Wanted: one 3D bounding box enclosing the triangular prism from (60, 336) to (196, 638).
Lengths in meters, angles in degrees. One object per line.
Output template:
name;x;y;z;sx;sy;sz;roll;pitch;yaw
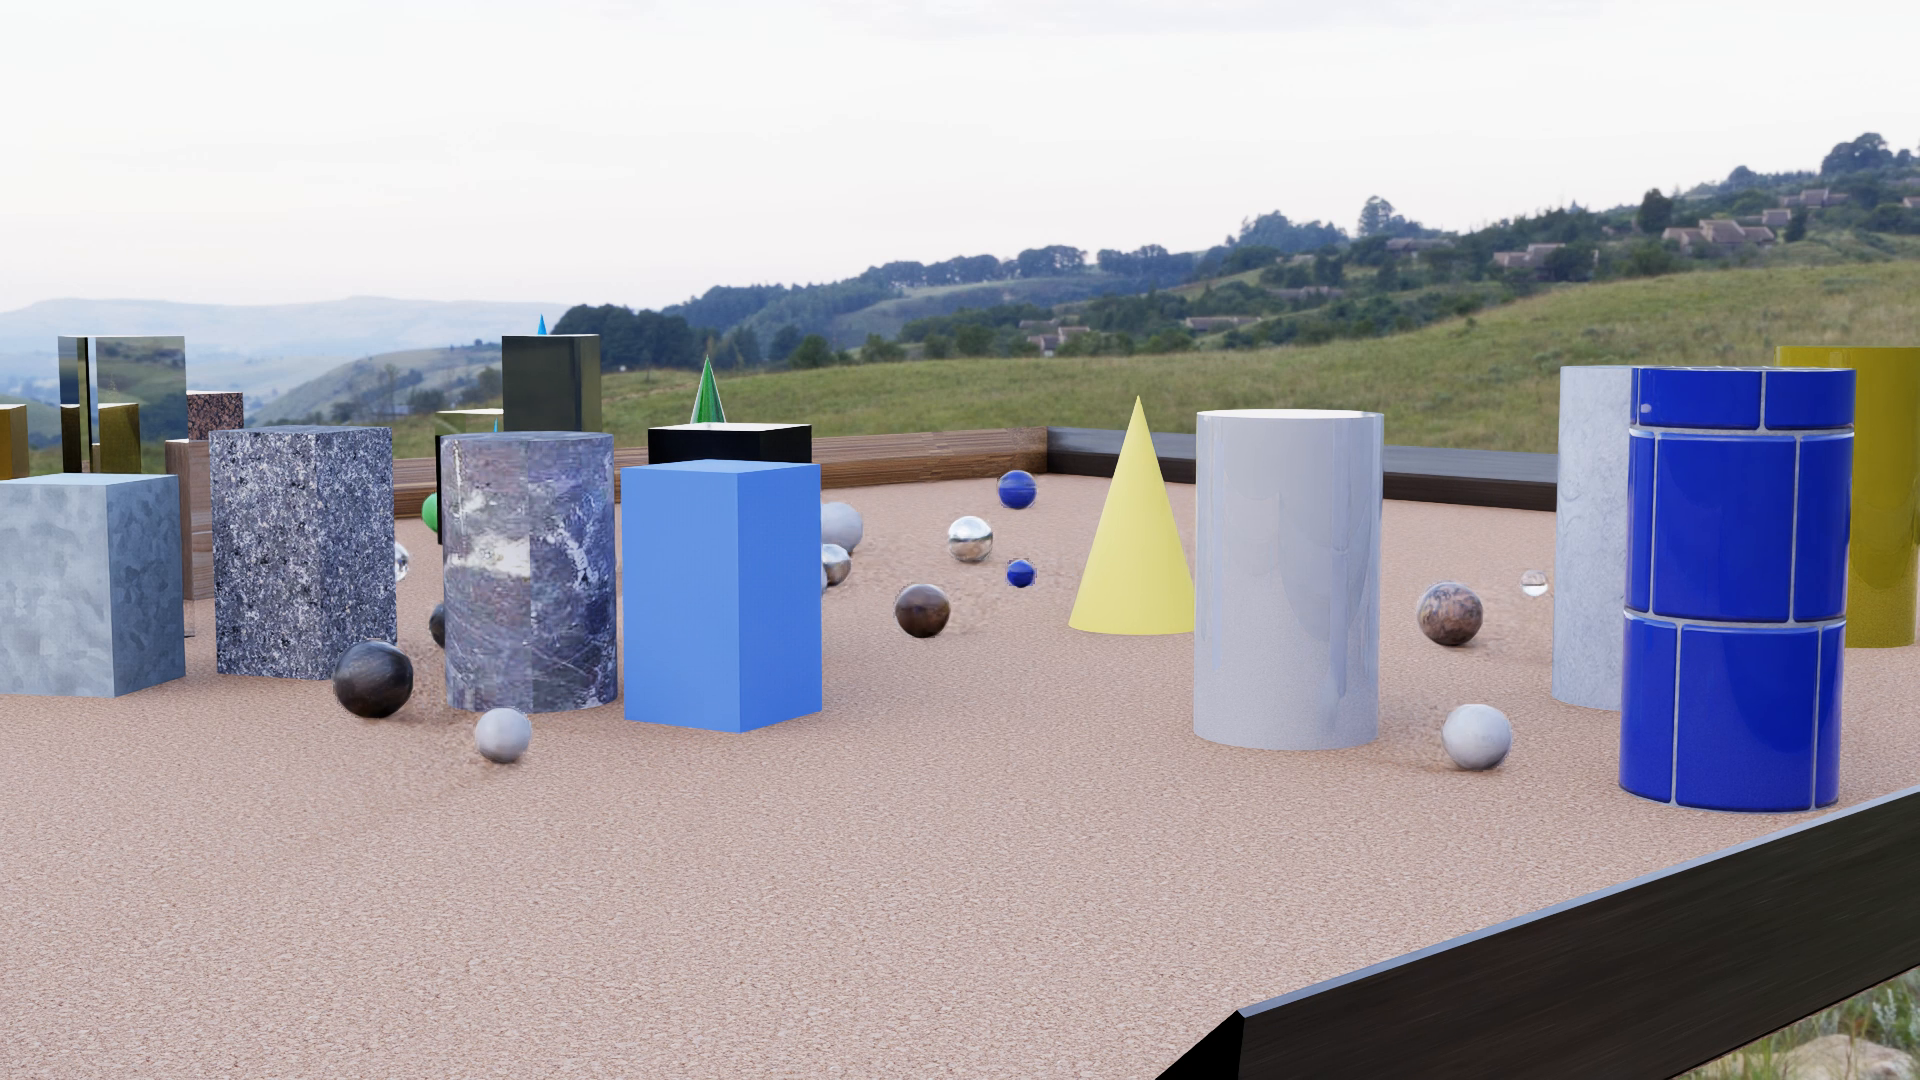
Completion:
triangular prism;-1.108;-0.068;2.949;0.145;0.409;0.167;-3;7;-30

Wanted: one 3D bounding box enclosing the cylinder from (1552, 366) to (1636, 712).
cylinder;0.779;-0.007;2.506;0.193;0.378;0.193;0;6;0

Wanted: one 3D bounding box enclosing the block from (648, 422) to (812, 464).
block;-0.291;0.003;2.809;0.154;0.296;0.154;2;6;20

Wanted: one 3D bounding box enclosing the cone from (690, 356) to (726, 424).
cone;-0.437;-0.140;3.826;0.193;0.367;0.193;0;6;0

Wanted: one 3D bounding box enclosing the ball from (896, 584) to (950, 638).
ball;-0.050;0.096;2.983;0.075;0.075;0.075;0;6;0

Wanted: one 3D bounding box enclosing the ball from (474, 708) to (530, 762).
ball;-0.450;0.192;2.166;0.054;0.054;0.054;0;6;0

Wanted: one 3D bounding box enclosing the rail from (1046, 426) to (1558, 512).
rail;1.445;-0.107;4.658;0.045;0.125;3.613;-6;8;-42

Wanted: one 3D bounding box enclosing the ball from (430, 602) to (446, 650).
ball;-0.651;0.110;2.853;0.073;0.073;0.073;0;6;0

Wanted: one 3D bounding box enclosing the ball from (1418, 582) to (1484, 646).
ball;0.648;0.098;2.909;0.086;0.086;0.086;0;6;0

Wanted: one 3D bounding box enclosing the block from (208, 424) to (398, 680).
block;-0.811;0.011;2.726;0.154;0.297;0.154;2;6;20

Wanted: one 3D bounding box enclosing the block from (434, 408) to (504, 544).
block;-0.884;-0.119;4.180;0.154;0.251;0.154;4;7;30

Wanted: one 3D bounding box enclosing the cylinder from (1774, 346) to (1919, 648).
cylinder;1.194;-0.064;2.970;0.193;0.394;0.193;0;6;0

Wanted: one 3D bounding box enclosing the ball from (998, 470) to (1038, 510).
ball;0.128;-0.112;4.898;0.088;0.088;0.088;0;6;0

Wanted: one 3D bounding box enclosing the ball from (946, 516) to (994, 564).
ball;0.017;0.000;3.862;0.082;0.082;0.082;0;6;0

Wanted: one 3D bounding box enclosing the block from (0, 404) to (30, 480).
block;-1.471;-0.047;3.258;0.154;0.300;0.154;-2;6;-14

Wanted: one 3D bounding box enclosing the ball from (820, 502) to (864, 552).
ball;-0.223;-0.021;3.994;0.096;0.096;0.096;0;6;0

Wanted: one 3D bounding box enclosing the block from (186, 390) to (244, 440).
block;-1.310;-0.094;3.682;0.154;0.305;0.154;4;7;32

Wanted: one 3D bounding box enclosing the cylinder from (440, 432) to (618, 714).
cylinder;-0.490;0.032;2.507;0.193;0.301;0.193;0;6;0

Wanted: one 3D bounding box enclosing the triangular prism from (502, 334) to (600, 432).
triangular prism;-0.651;-0.142;3.686;0.167;0.401;0.145;4;7;32

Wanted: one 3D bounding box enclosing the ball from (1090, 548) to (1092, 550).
ball;0.252;0.026;3.673;0.070;0.070;0.070;0;6;0

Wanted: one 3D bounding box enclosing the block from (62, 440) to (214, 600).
block;-1.253;-0.029;3.371;0.154;0.242;0.154;3;7;29

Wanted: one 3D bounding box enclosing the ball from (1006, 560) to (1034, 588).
ball;0.097;0.054;3.522;0.045;0.045;0.045;0;6;0

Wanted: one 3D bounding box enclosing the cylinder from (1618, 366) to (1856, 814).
cylinder;0.710;0.038;2.017;0.193;0.391;0.193;0;6;0

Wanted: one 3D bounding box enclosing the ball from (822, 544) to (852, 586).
ball;-0.210;0.040;3.536;0.070;0.070;0.070;0;6;0

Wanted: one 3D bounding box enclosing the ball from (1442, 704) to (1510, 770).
ball;0.499;0.190;2.128;0.065;0.065;0.065;0;6;0

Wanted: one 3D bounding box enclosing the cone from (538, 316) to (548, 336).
cone;-0.840;-0.240;4.442;0.193;0.438;0.193;0;6;0

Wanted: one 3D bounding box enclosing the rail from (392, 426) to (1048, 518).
rail;-1.209;-0.104;4.635;3.979;0.125;0.045;-6;8;-42

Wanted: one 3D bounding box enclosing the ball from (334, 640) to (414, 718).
ball;-0.639;0.152;2.397;0.085;0.085;0.085;0;6;0

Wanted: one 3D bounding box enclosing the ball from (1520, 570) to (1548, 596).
ball;0.894;0.066;3.421;0.042;0.042;0.042;0;6;0

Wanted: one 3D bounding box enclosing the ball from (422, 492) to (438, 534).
ball;-1.019;-0.054;4.348;0.087;0.087;0.087;0;6;0

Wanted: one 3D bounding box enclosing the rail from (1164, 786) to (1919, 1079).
rail;1.209;0.170;2.029;3.979;0.125;0.045;-6;8;-42

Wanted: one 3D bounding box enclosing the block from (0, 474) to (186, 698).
block;-1.032;0.050;2.603;0.154;0.245;0.154;1;6;11

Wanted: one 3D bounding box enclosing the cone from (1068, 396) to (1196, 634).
cone;0.250;-0.042;3.094;0.193;0.326;0.193;0;6;0

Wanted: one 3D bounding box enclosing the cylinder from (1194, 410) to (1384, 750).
cylinder;0.343;0.036;2.303;0.193;0.336;0.193;0;6;0

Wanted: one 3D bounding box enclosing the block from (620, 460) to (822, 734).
block;-0.259;0.056;2.405;0.154;0.275;0.154;4;7;30

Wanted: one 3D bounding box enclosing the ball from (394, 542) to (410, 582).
ball;-0.932;0.036;3.585;0.069;0.069;0.069;0;6;0

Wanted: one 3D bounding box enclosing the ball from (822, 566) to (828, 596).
ball;-0.235;0.062;3.327;0.071;0.071;0.071;0;6;0
